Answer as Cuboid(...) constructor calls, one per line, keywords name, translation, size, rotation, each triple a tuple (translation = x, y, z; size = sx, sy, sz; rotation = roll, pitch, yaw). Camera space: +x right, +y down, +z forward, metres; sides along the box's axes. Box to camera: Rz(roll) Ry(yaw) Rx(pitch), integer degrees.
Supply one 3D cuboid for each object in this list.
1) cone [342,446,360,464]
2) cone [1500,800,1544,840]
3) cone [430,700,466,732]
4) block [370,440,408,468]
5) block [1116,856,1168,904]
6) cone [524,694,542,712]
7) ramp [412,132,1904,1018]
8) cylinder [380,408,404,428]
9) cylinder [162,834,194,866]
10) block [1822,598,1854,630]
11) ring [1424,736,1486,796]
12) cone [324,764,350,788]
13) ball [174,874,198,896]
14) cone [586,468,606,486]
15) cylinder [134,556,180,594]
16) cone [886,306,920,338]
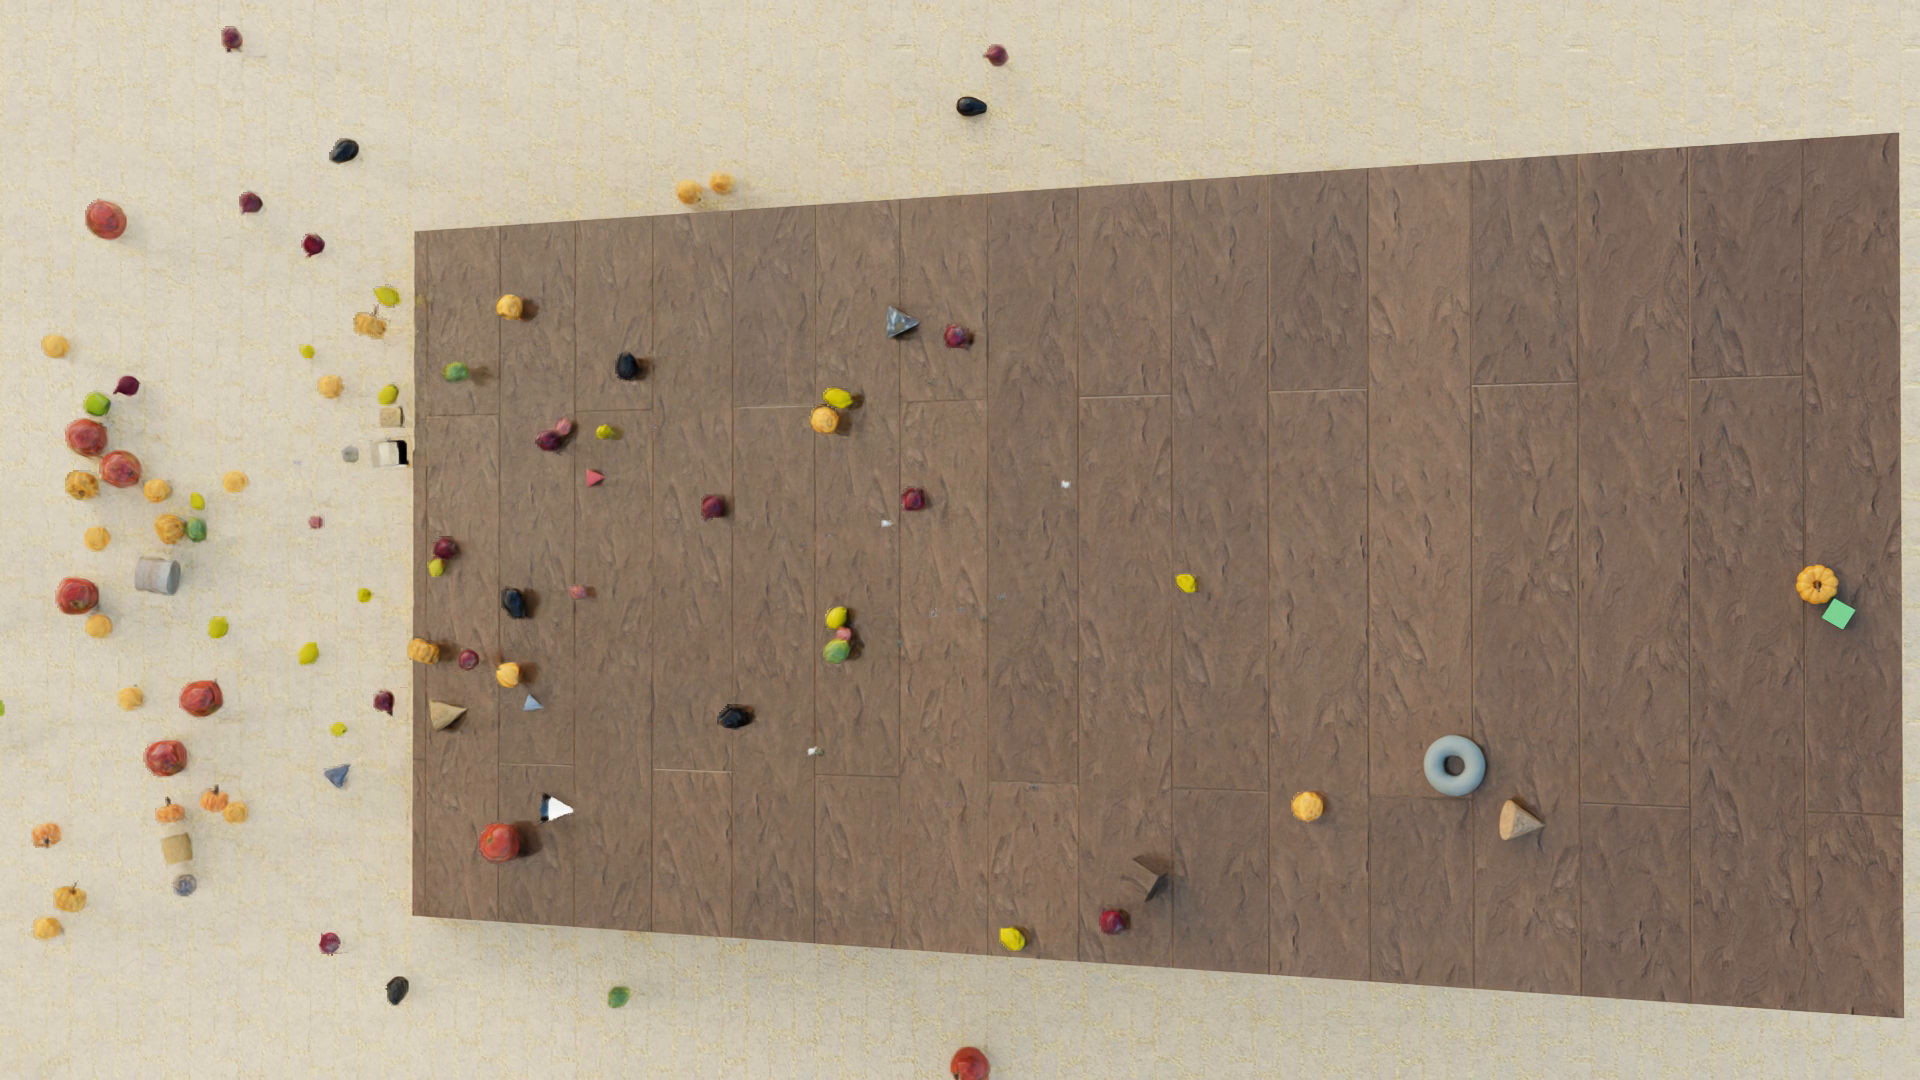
Cuboid(name="cone", translation=(-1.808, -0.255, 6.495), size=(0.055, 0.055, 0.055), rotation=(0, 89, 0))
Cuboid(name="cone", translation=(1.349, 0.673, 5.238), size=(0.095, 0.095, 0.095), rotation=(9, 89, -5))
Cuboid(name="cone", translation=(-1.470, 0.500, 6.346), size=(0.099, 0.099, 0.099), rotation=(-10, 89, -6))
Cuboid(name="block", translation=(-1.670, -0.251, 6.431), size=(0.072, 0.072, 0.072), rotation=(-11, 84, 31))
Cuboid(name="block", translation=(0.460, 0.858, 5.564), size=(0.081, 0.081, 0.081), rotation=(33, 101, 19))
Cuboid(name="cone", translation=(-1.209, 0.470, 6.255), size=(0.052, 0.052, 0.052), rotation=(17, 89, -6))
Cuboid(name="ramp", translation=(0.282, 0.087, 5.741), size=(4.000, 0.100, 2.000), rotation=(0, 89, 21))
Cuboid(name="cylinder", translation=(-1.658, -0.358, 6.417), size=(0.058, 0.058, 0.058), rotation=(0, 89, -4))
Cuboid(name="cylinder", translation=(-2.302, 0.909, 6.468), size=(0.077, 0.077, 0.077), rotation=(-12, 89, 0))
Cuboid(name="block", translation=(1.992, 0.167, 4.987), size=(0.051, 0.051, 0.051), rotation=(33, 101, 19))
Cuboid(name="ring", translation=(1.191, 0.544, 5.299), size=(0.147, 0.049, 0.147), rotation=(0, 90, 21))
Cuboid(name="cone", translation=(-1.827, 0.685, 6.495), size=(0.071, 0.071, 0.071), rotation=(45, 63, 1))
Cuboid(name="ball", translation=(-2.280, 1.016, 6.474), size=(0.066, 0.066, 0.066), rotation=(0, 89, 0))
Cuboid(name="cone", translation=(-1.024, -0.177, 6.191), size=(0.052, 0.052, 0.052), rotation=(-3, 89, -5))
Cuboid(name="cylinder", translation=(-2.361, 0.104, 6.469), size=(0.099, 0.099, 0.099), rotation=(8, 89, 0))
Cuboid(name="cone", translation=(-0.149, -0.579, 5.843), size=(0.091, 0.091, 0.091), rotation=(2, 89, -5))
